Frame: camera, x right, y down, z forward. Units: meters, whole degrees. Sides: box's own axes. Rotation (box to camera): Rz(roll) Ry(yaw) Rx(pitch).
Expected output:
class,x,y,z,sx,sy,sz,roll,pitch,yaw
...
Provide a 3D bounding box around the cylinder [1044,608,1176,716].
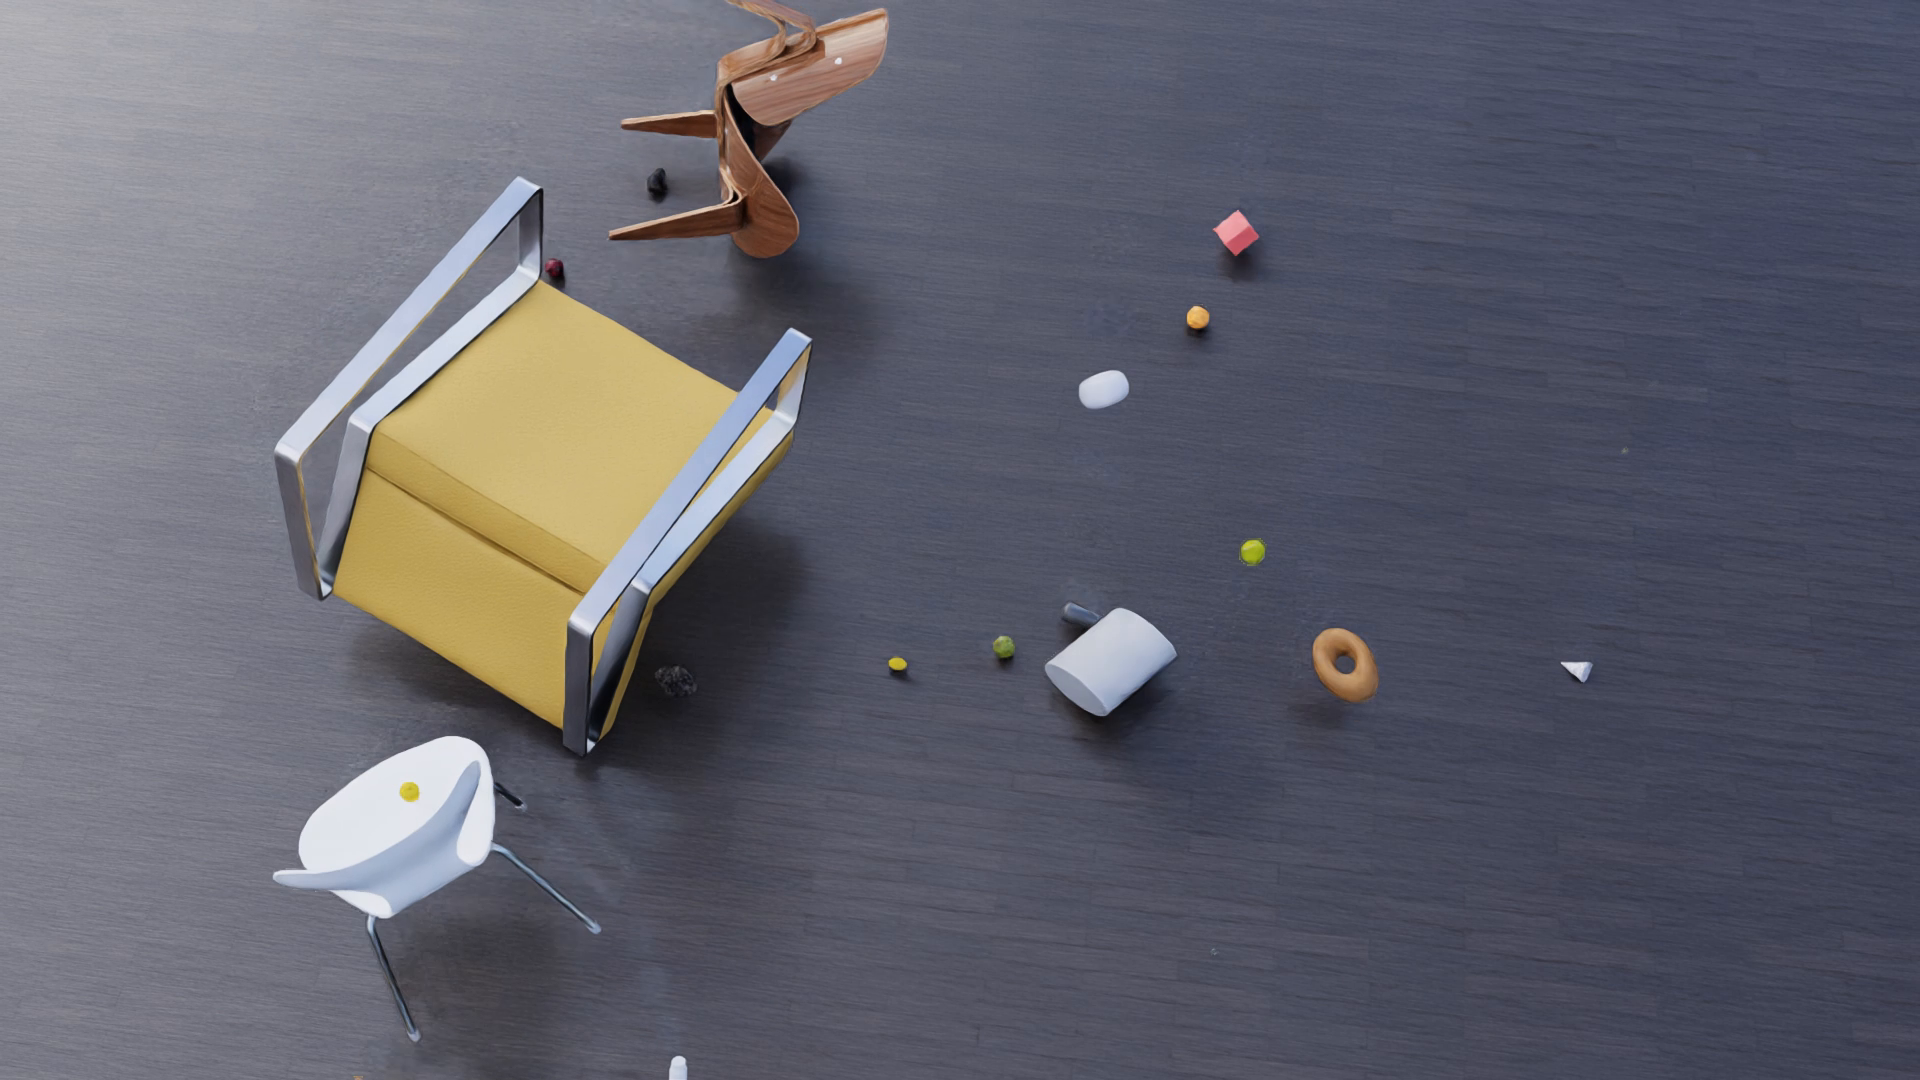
class,x,y,z,sx,sy,sz,roll,pitch,yaw
cylinder,0.425,0.344,6.218,0.279,0.131,0.250,-37,49,-23

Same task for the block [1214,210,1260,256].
class,x,y,z,sx,sy,sz,roll,pitch,yaw
block,0.900,-0.999,7.153,0.099,0.083,0.078,-38,55,13

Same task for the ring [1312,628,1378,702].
class,x,y,z,sx,sy,sz,roll,pitch,yaw
ring,1.066,0.346,6.088,0.161,0.088,0.249,-31,49,3

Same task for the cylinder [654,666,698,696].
class,x,y,z,sx,sy,sz,roll,pitch,yaw
cylinder,-0.805,0.398,6.229,0.116,0.061,0.062,2,48,31

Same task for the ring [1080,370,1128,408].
class,x,y,z,sx,sy,sz,roll,pitch,yaw
ring,0.418,-0.437,6.391,0.148,0.080,0.146,-6,20,45
